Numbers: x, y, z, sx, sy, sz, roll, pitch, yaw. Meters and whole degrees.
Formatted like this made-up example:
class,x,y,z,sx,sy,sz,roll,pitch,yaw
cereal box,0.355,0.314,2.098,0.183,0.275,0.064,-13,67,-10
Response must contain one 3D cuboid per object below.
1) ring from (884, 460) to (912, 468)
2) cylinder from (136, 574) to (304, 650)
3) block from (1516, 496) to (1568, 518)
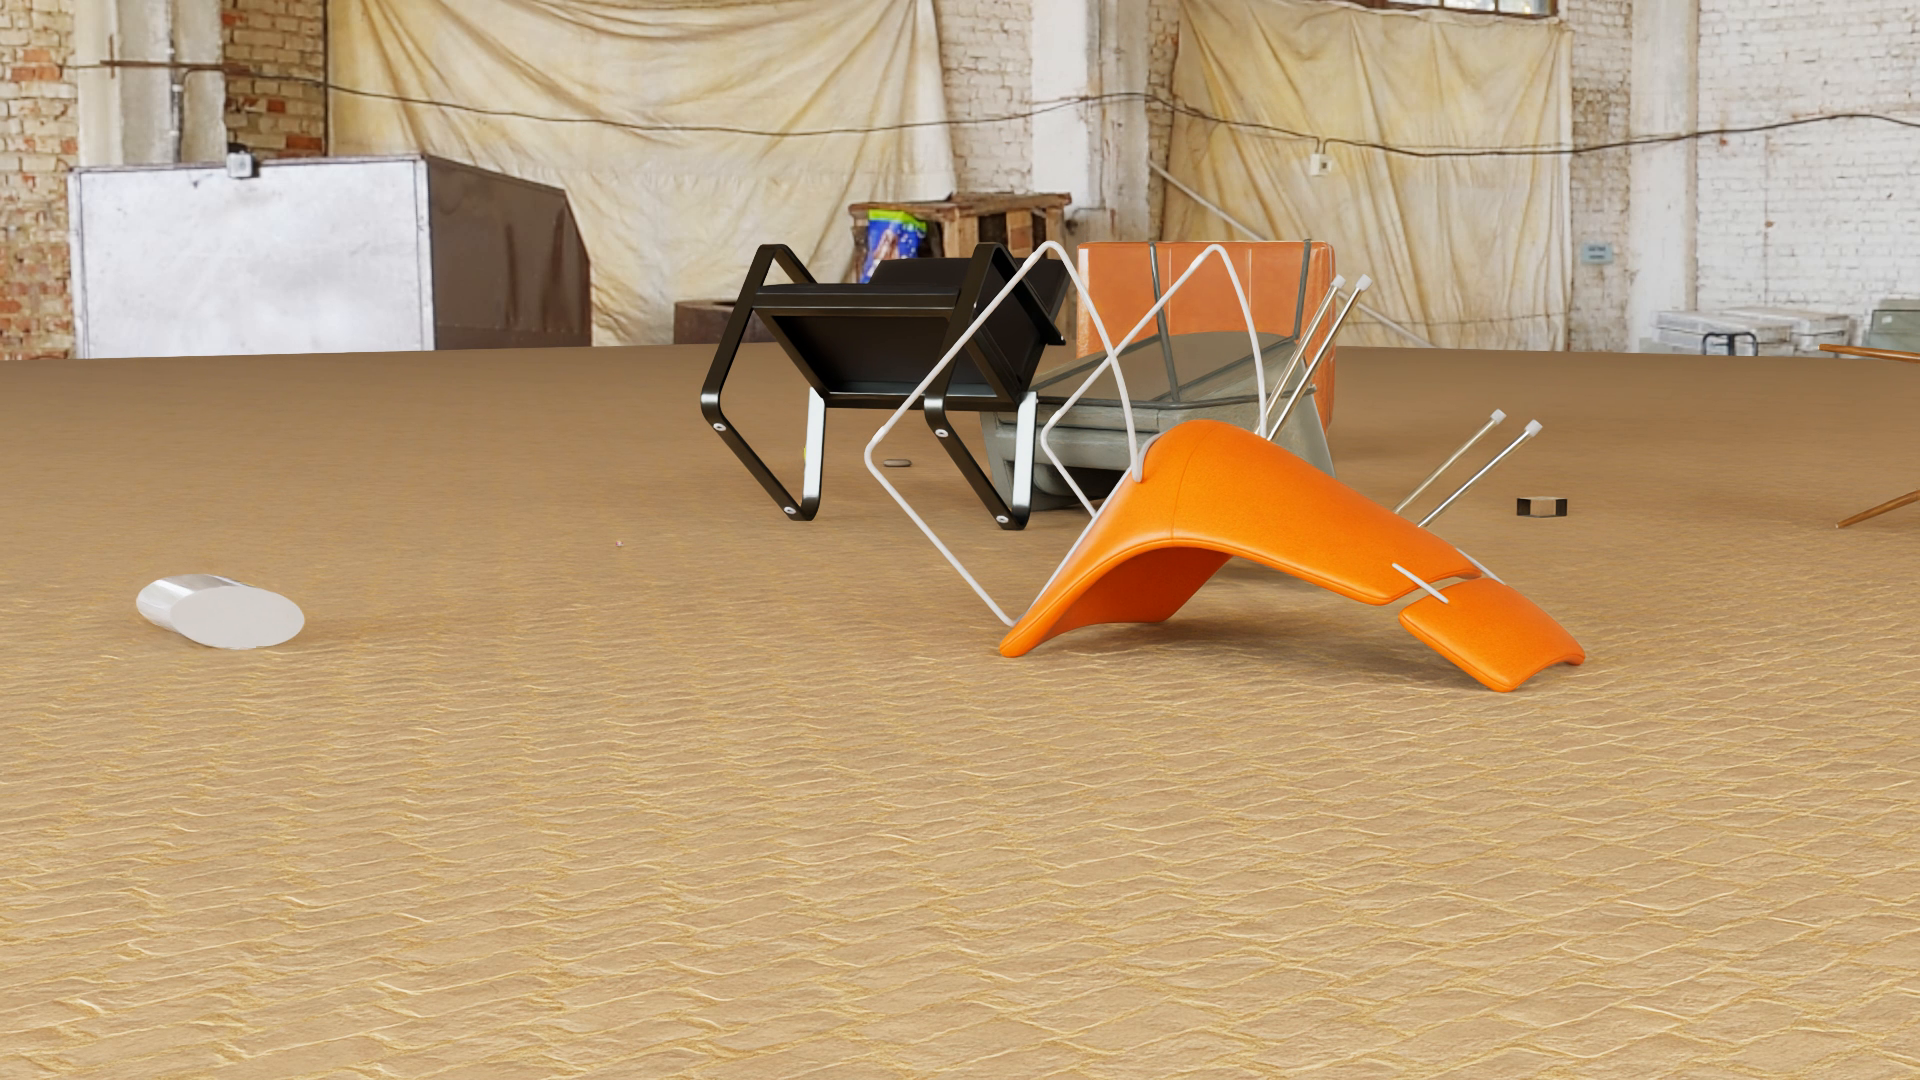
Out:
class,x,y,z,sx,sy,sz,roll,pitch,yaw
ring,-0.217,-0.266,8.877,0.102,0.025,0.091,3,6,36
cylinder,-1.331,0.128,4.614,0.239,0.112,0.220,5,2,-33
block,1.599,-0.090,7.050,0.104,0.049,0.086,-4,7,-33
